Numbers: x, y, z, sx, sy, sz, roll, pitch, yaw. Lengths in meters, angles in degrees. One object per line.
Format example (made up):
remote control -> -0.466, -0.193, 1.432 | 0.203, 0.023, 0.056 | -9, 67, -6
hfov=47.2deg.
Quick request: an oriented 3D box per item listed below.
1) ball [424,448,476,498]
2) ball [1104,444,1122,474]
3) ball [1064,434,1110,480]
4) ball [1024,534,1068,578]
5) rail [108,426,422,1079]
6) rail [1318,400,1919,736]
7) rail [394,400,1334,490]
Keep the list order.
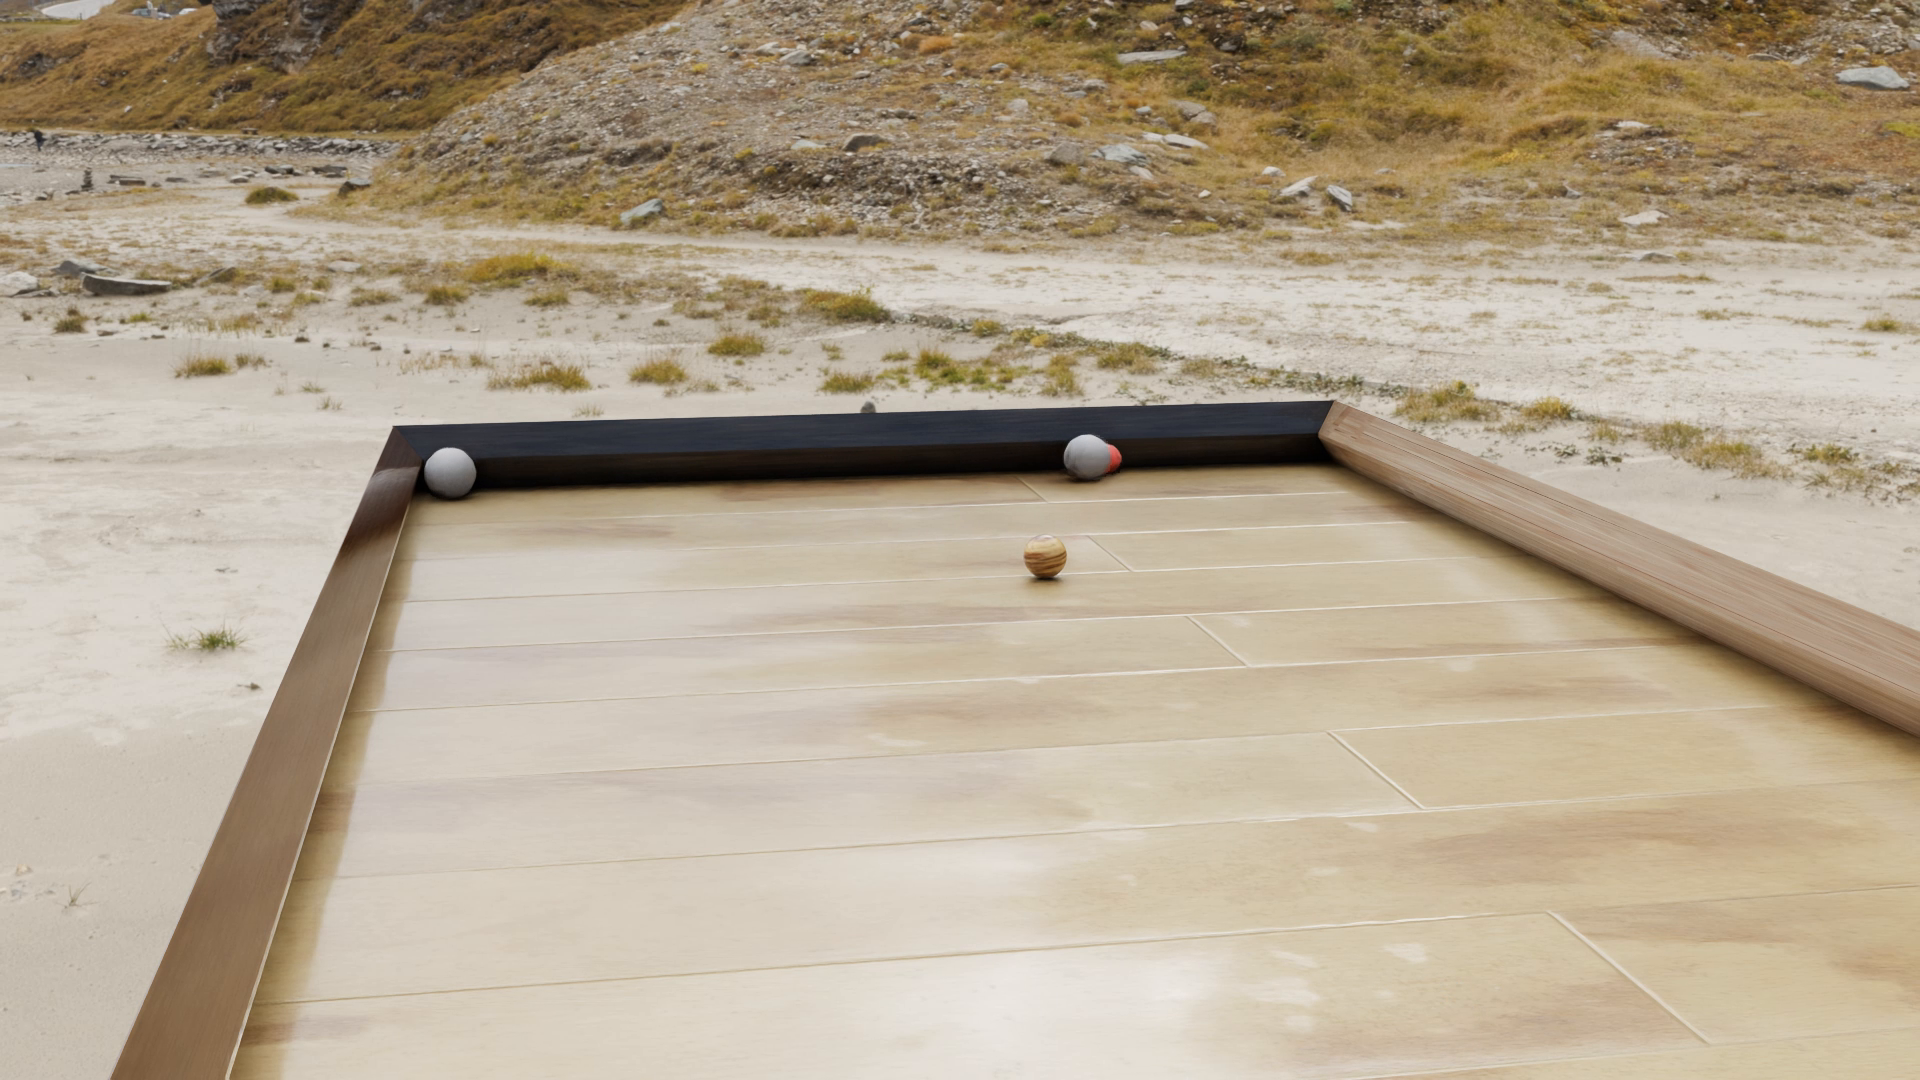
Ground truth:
ball -> -0.797, -0.104, 3.435 | 0.080, 0.080, 0.080 | 0, 12, 0
ball -> 0.243, -0.135, 3.653 | 0.051, 0.051, 0.051 | 0, 12, 0
ball -> 0.207, -0.135, 3.593 | 0.075, 0.075, 0.075 | 0, 12, 0
ball -> 0.112, 0.021, 2.880 | 0.058, 0.058, 0.058 | 0, 12, 0
rail -> -0.620, 0.146, 2.156 | 0.045, 0.103, 2.796 | -2, 12, -10
rail -> 0.877, 0.090, 2.430 | 0.045, 0.103, 2.796 | -2, 12, -10
rail -> -0.124, -0.155, 3.616 | 1.570, 0.103, 0.045 | -2, 12, -10
